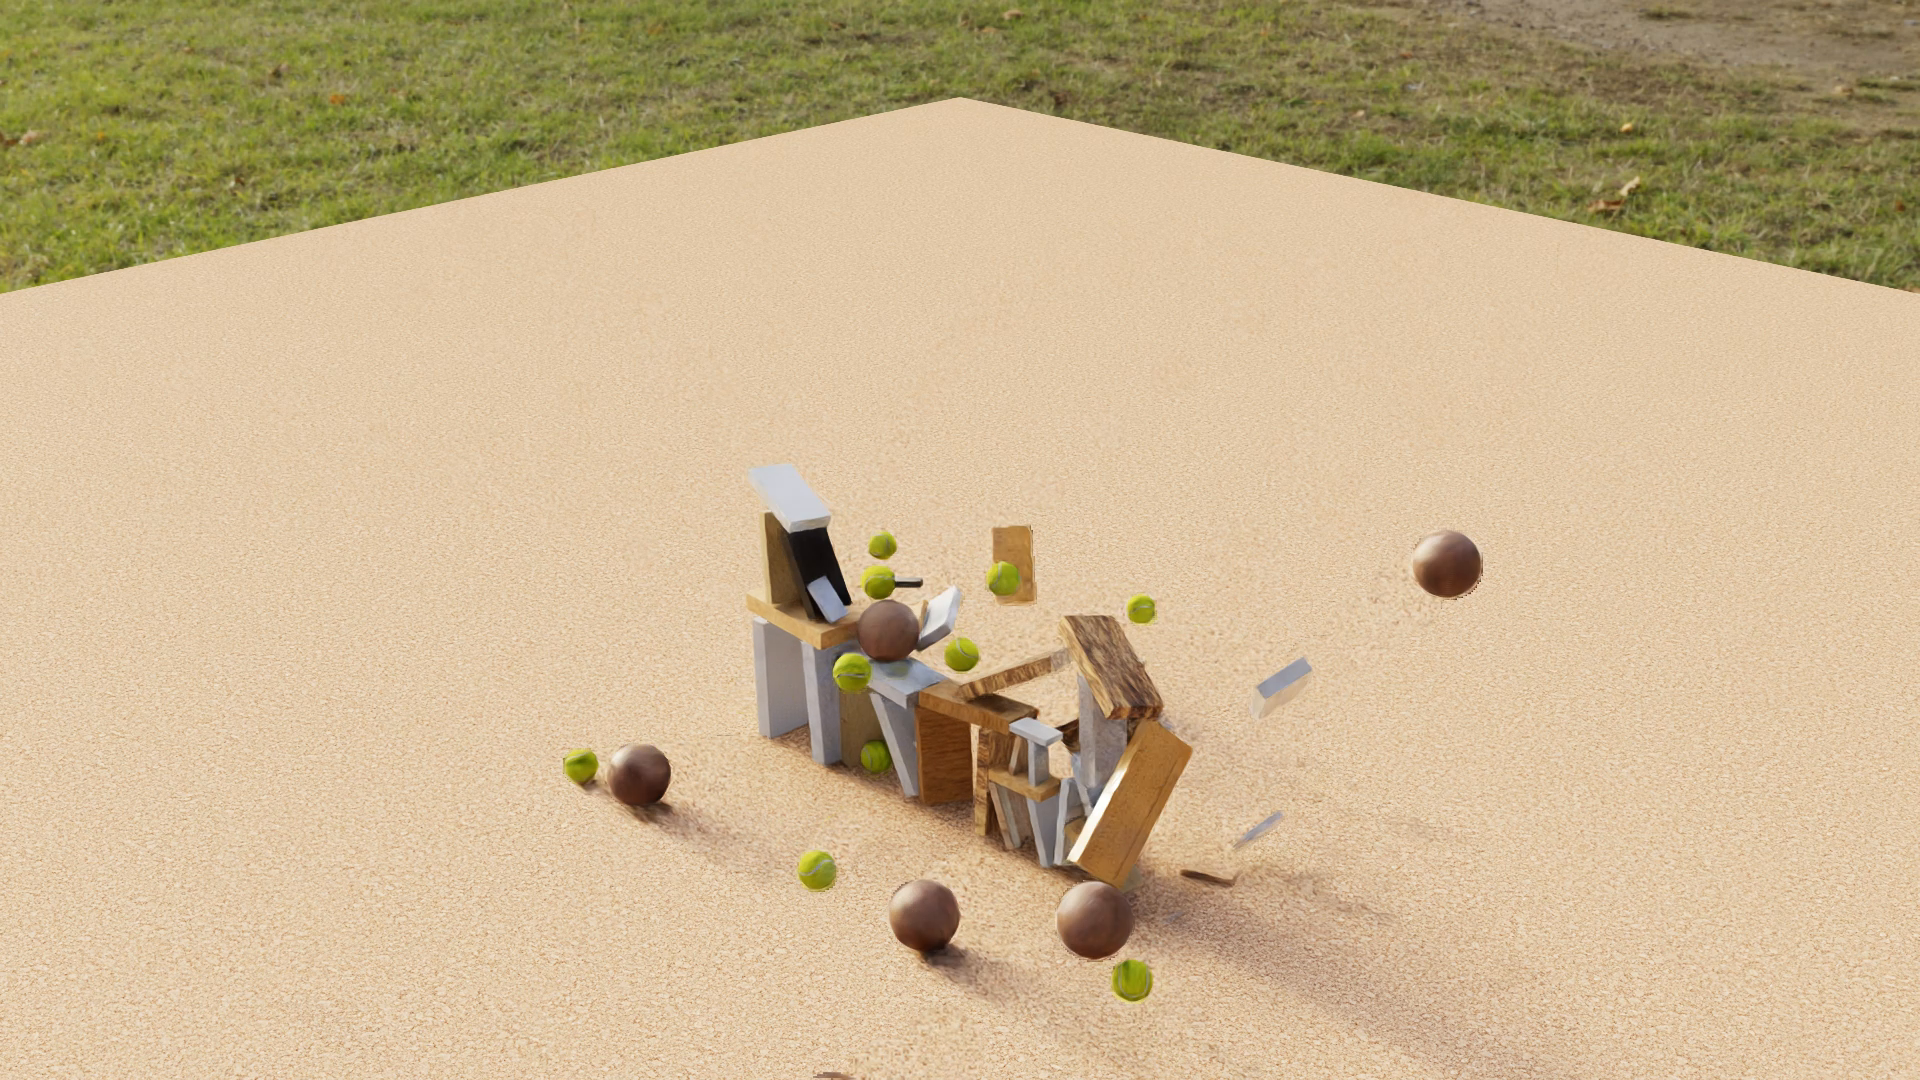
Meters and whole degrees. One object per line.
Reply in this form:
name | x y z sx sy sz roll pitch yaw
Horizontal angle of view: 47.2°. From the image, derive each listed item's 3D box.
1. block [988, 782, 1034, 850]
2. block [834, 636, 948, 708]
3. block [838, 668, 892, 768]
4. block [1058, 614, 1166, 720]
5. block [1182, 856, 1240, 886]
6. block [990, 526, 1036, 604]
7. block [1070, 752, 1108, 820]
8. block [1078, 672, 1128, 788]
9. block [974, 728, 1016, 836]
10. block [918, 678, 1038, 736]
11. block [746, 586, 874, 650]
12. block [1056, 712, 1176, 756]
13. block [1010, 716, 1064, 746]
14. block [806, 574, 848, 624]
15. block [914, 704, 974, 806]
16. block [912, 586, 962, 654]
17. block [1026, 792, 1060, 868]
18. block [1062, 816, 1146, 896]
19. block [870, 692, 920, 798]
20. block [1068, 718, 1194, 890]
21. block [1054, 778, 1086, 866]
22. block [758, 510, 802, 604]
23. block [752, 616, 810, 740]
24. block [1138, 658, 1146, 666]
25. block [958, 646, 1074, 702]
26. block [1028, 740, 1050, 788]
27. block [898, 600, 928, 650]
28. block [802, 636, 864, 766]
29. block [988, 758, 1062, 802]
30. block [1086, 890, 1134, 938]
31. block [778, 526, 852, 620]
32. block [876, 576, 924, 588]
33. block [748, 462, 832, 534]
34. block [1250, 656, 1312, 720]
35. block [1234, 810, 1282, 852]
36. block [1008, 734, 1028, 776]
block | 0.104 0.532 4.333 0.070 0.140 0.020 -21 9 -41
block | -0.142 0.271 4.516 0.112 0.032 0.225 -20 34 -38
block | -0.196 0.358 4.629 0.113 0.225 0.032 -13 25 -29
block | 0.281 0.235 4.102 0.115 0.033 0.230 1 44 -32
block | 0.484 0.638 4.237 0.103 0.015 0.051 10 25 23
block | 0.122 0.058 5.097 0.089 0.177 0.025 -3 -9 -4
block | 0.270 0.484 4.210 0.083 0.023 0.166 10 45 -28
block | 0.272 0.343 4.175 0.033 0.230 0.115 12 25 35
block | 0.081 0.470 4.358 0.107 0.214 0.030 -9 16 -43
block | 0.036 0.331 4.371 0.214 0.030 0.107 16 19 29
block | -0.320 0.153 4.652 0.136 0.039 0.272 -18 28 -36
block | 0.302 0.373 4.314 0.222 0.111 0.031 -28 8 36
block | 0.146 0.368 4.222 0.049 0.014 0.097 -20 29 -39
block | -0.275 0.124 4.559 0.047 0.094 0.013 -30 -4 -37
block | -0.032 0.429 4.471 0.107 0.214 0.030 -8 18 -16
block | -0.047 0.165 4.632 0.089 0.025 0.177 -33 17 21
block | 0.174 0.558 4.268 0.070 0.139 0.020 -21 13 -41
block | 0.274 0.600 4.187 0.083 0.023 0.166 -20 70 -39
block | -0.099 0.404 4.535 0.112 0.225 0.032 -22 3 -41
block | 0.321 0.494 4.124 0.115 0.302 0.033 36 -14 -26
block | 0.229 0.544 4.247 0.083 0.166 0.023 2 6 -35
block | -0.366 0.031 4.632 0.097 0.194 0.028 -9 10 -28
block | -0.377 0.281 4.750 0.136 0.272 0.039 -21 29 -41
block | 0.344 0.319 4.844 0.025 0.089 0.177 24 22 31
block | 0.115 0.260 4.335 0.222 0.031 0.111 -20 1 31
block | 0.152 0.422 4.236 0.014 0.097 0.049 13 26 36
block | -0.097 0.176 4.631 0.047 0.013 0.147 -36 18 22
block | -0.257 0.326 4.640 0.136 0.272 0.039 -20 24 -39
block | 0.129 0.467 4.282 0.070 0.020 0.139 -21 30 -41
block | 0.278 0.693 4.077 0.051 0.015 0.103 42 36 11
block | -0.302 0.058 4.593 0.097 0.194 0.028 -18 -2 -37
block | -0.127 0.089 4.652 0.094 0.013 0.047 1 12 12
block | -0.359 -0.090 4.621 0.097 0.028 0.194 -11 42 -31
block | 0.637 0.298 4.378 0.111 0.031 0.222 -32 -15 -5
block | 0.582 0.568 4.292 0.103 0.051 0.015 -28 71 -34
block | 0.123 0.411 4.266 0.049 0.097 0.014 -21 45 -40
